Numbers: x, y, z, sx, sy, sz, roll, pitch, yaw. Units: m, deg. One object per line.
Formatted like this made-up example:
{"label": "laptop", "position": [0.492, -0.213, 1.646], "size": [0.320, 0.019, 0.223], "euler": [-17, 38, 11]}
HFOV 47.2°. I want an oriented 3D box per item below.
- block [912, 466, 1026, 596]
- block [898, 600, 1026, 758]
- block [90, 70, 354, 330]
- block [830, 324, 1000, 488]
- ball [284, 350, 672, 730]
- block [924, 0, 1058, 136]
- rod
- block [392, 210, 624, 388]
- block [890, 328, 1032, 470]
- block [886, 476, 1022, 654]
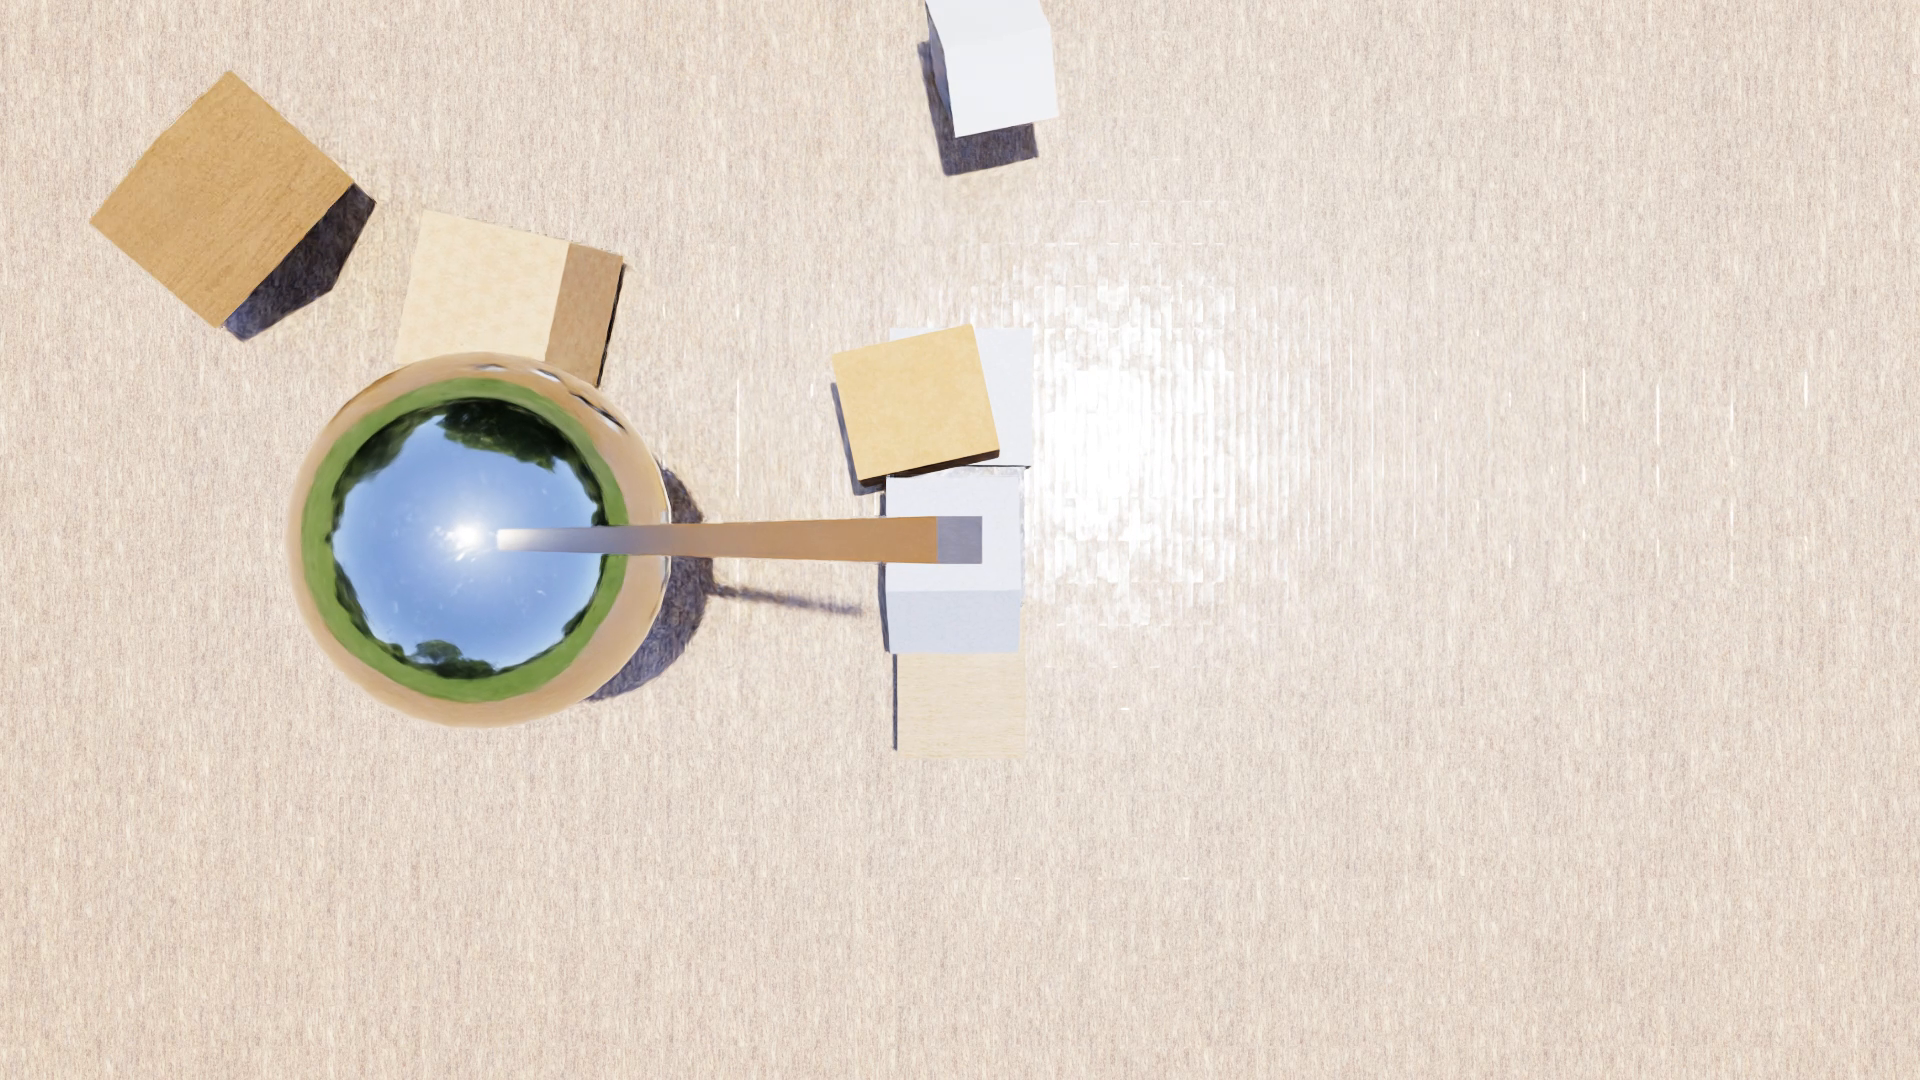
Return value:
{"label": "block", "position": [-0.014, -0.045, 12.655], "size": [0.758, 0.691, 0.729], "euler": [0, 90, 0]}
{"label": "block", "position": [0.008, 0.781, 12.567], "size": [0.705, 0.866, 0.852], "euler": [0, 90, 0]}
{"label": "block", "position": [-4.112, -1.890, 12.271], "size": [0.879, 0.756, 0.873], "euler": [43, 133, -18]}
{"label": "block", "position": [-0.235, -0.723, 12.001], "size": [0.773, 0.637, 0.687], "euler": [-12, 88, 0]}
{"label": "ball", "position": [-2.017, 0.000, 9.292], "size": [1.600, 1.600, 1.600], "euler": [0, 90, 0]}
{"label": "block", "position": [0.169, -2.643, 12.000], "size": [0.576, 0.604, 0.549], "euler": [-12, 132, -4]}
{"label": "rod", "position": [-0.874, 0.000, 6.090], "size": [0.080, 5.200, 0.080], "euler": [0, 90, -20]}
{"label": "block", "position": [-2.549, -1.317, 12.480], "size": [0.873, 0.819, 0.862], "euler": [14, 95, 11]}
{"label": "block", "position": [0.004, -0.803, 12.666], "size": [0.803, 0.667, 0.764], "euler": [0, 90, 0]}
{"label": "block", "position": [-0.035, 0.142, 11.828], "size": [0.700, 0.722, 0.681], "euler": [-1, 61, 0]}
